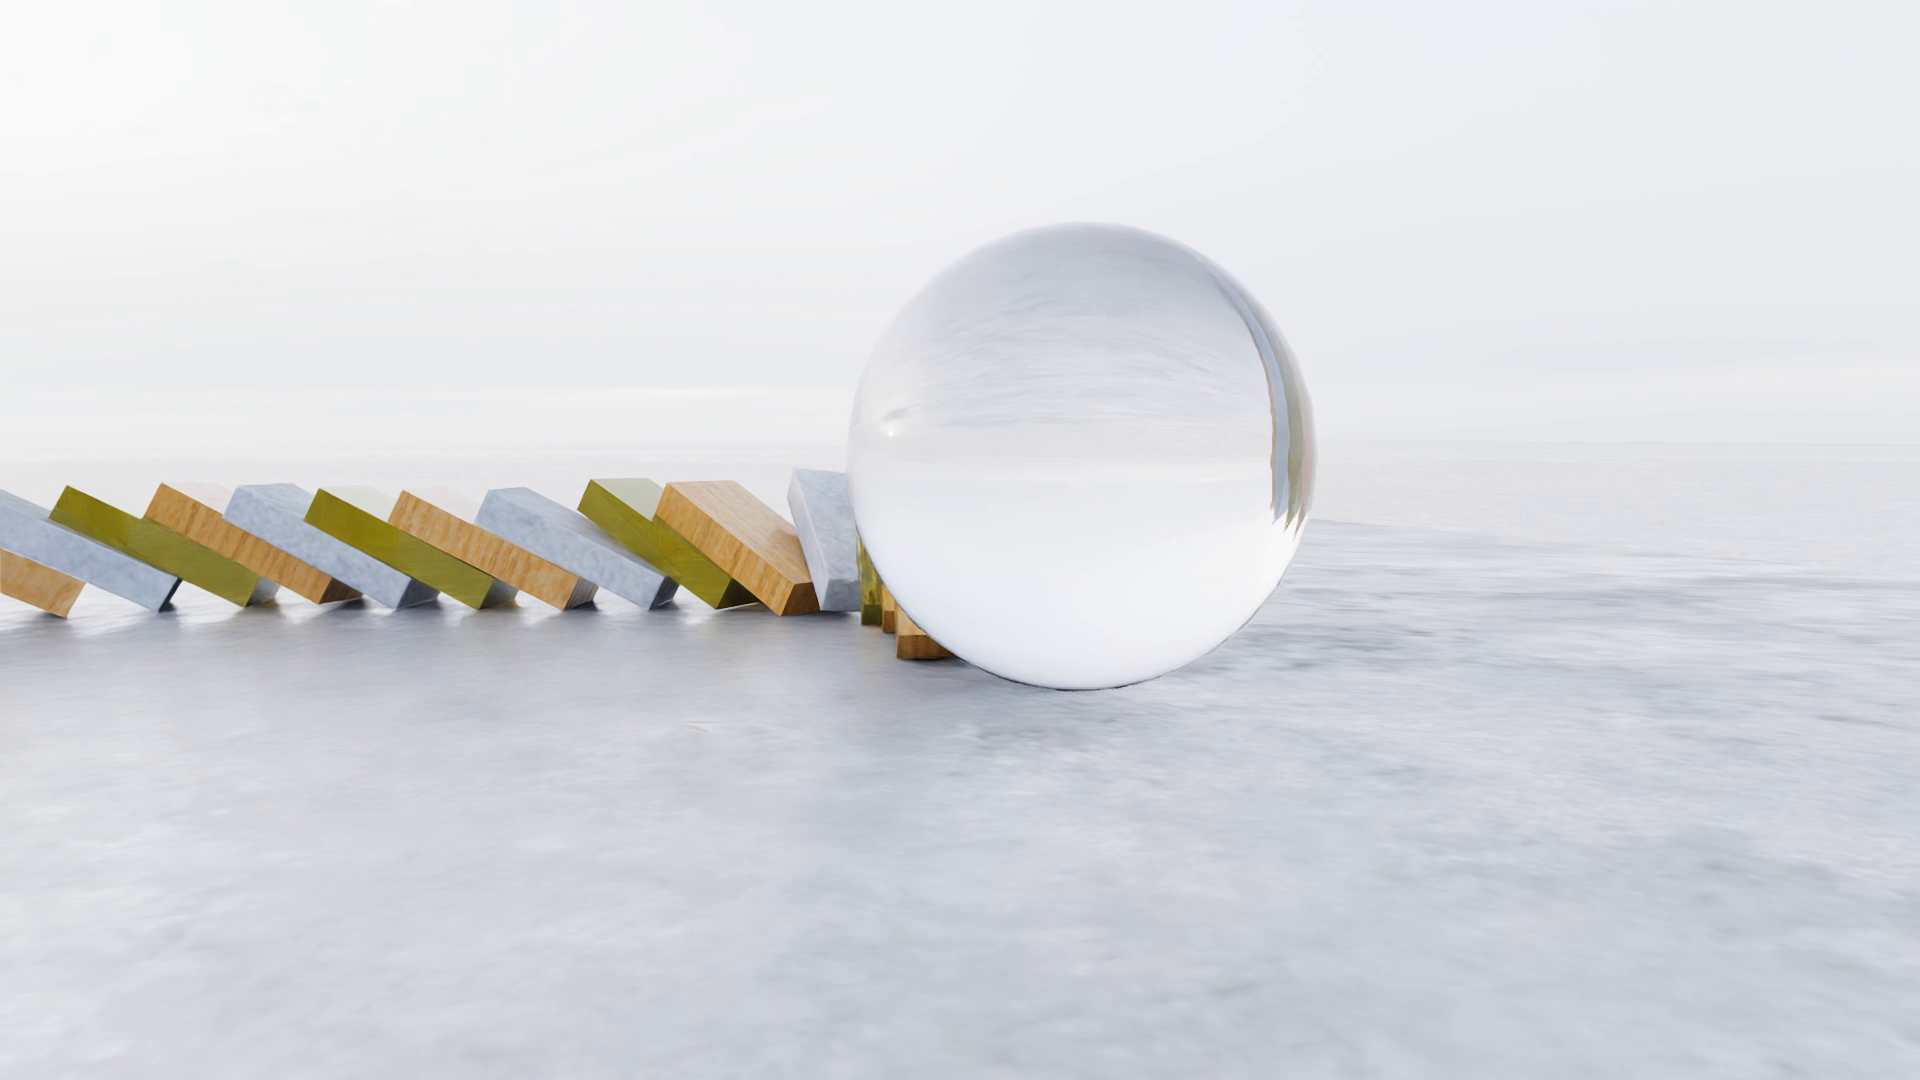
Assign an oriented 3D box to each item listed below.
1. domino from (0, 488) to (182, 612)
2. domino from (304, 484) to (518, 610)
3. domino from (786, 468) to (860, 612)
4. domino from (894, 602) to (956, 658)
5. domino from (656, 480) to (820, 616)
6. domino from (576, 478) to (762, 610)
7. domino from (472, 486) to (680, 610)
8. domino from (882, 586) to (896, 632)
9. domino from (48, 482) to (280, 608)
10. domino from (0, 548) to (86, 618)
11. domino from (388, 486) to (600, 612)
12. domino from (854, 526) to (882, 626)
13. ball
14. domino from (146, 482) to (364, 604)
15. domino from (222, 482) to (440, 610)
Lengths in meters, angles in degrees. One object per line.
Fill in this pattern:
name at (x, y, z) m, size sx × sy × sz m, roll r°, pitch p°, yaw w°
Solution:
domino at (-0.226, 0.002, 0.326) m, size 0.050 × 0.009 × 0.025 m, roll 30°, pitch -9°, yaw -24°
domino at (-0.143, 0.001, 0.339) m, size 0.050 × 0.009 × 0.025 m, roll 27°, pitch 5°, yaw -1°
domino at (-0.028, 0.000, 0.331) m, size 0.025 × 0.010 × 0.050 m, roll 4°, pitch 33°, yaw -22°
domino at (-0.001, 0.000, 0.265) m, size 0.025 × 0.050 × 0.010 m, roll 0°, pitch -33°, yaw -6°
domino at (-0.054, 0.001, 0.337) m, size 0.050 × 0.010 × 0.025 m, roll 36°, pitch 22°, yaw 27°
domino at (-0.075, 0.000, 0.344) m, size 0.050 × 0.009 × 0.025 m, roll 33°, pitch 15°, yaw 18°
domino at (-0.099, 0.002, 0.340) m, size 0.050 × 0.010 × 0.025 m, roll 27°, pitch 5°, yaw 0°
domino at (-0.006, -0.003, 0.301) m, size 0.025 × 0.050 × 0.009 m, roll 0°, pitch -33°, yaw -6°
domino at (-0.207, 0.001, 0.338) m, size 0.050 × 0.009 × 0.025 m, roll 28°, pitch -2°, yaw -12°
domino at (-0.242, 0.003, 0.310) m, size 0.050 × 0.010 × 0.025 m, roll 34°, pitch -17°, yaw -35°
domino at (-0.121, 0.002, 0.339) m, size 0.050 × 0.009 × 0.025 m, roll 27°, pitch 5°, yaw -1°
domino at (-0.013, -0.004, 0.313) m, size 0.025 × 0.050 × 0.009 m, roll -1°, pitch -33°, yaw -10°
ball at (0.020, -0.014, 0.221) m, size 0.080 × 0.080 × 0.080 m, roll 0°, pitch 4°, yaw 0°
domino at (-0.186, 0.000, 0.344) m, size 0.050 × 0.009 × 0.025 m, roll 28°, pitch 1°, yaw -1°
domino at (-0.164, 0.001, 0.340) m, size 0.050 × 0.009 × 0.025 m, roll 28°, pitch 5°, yaw -1°
